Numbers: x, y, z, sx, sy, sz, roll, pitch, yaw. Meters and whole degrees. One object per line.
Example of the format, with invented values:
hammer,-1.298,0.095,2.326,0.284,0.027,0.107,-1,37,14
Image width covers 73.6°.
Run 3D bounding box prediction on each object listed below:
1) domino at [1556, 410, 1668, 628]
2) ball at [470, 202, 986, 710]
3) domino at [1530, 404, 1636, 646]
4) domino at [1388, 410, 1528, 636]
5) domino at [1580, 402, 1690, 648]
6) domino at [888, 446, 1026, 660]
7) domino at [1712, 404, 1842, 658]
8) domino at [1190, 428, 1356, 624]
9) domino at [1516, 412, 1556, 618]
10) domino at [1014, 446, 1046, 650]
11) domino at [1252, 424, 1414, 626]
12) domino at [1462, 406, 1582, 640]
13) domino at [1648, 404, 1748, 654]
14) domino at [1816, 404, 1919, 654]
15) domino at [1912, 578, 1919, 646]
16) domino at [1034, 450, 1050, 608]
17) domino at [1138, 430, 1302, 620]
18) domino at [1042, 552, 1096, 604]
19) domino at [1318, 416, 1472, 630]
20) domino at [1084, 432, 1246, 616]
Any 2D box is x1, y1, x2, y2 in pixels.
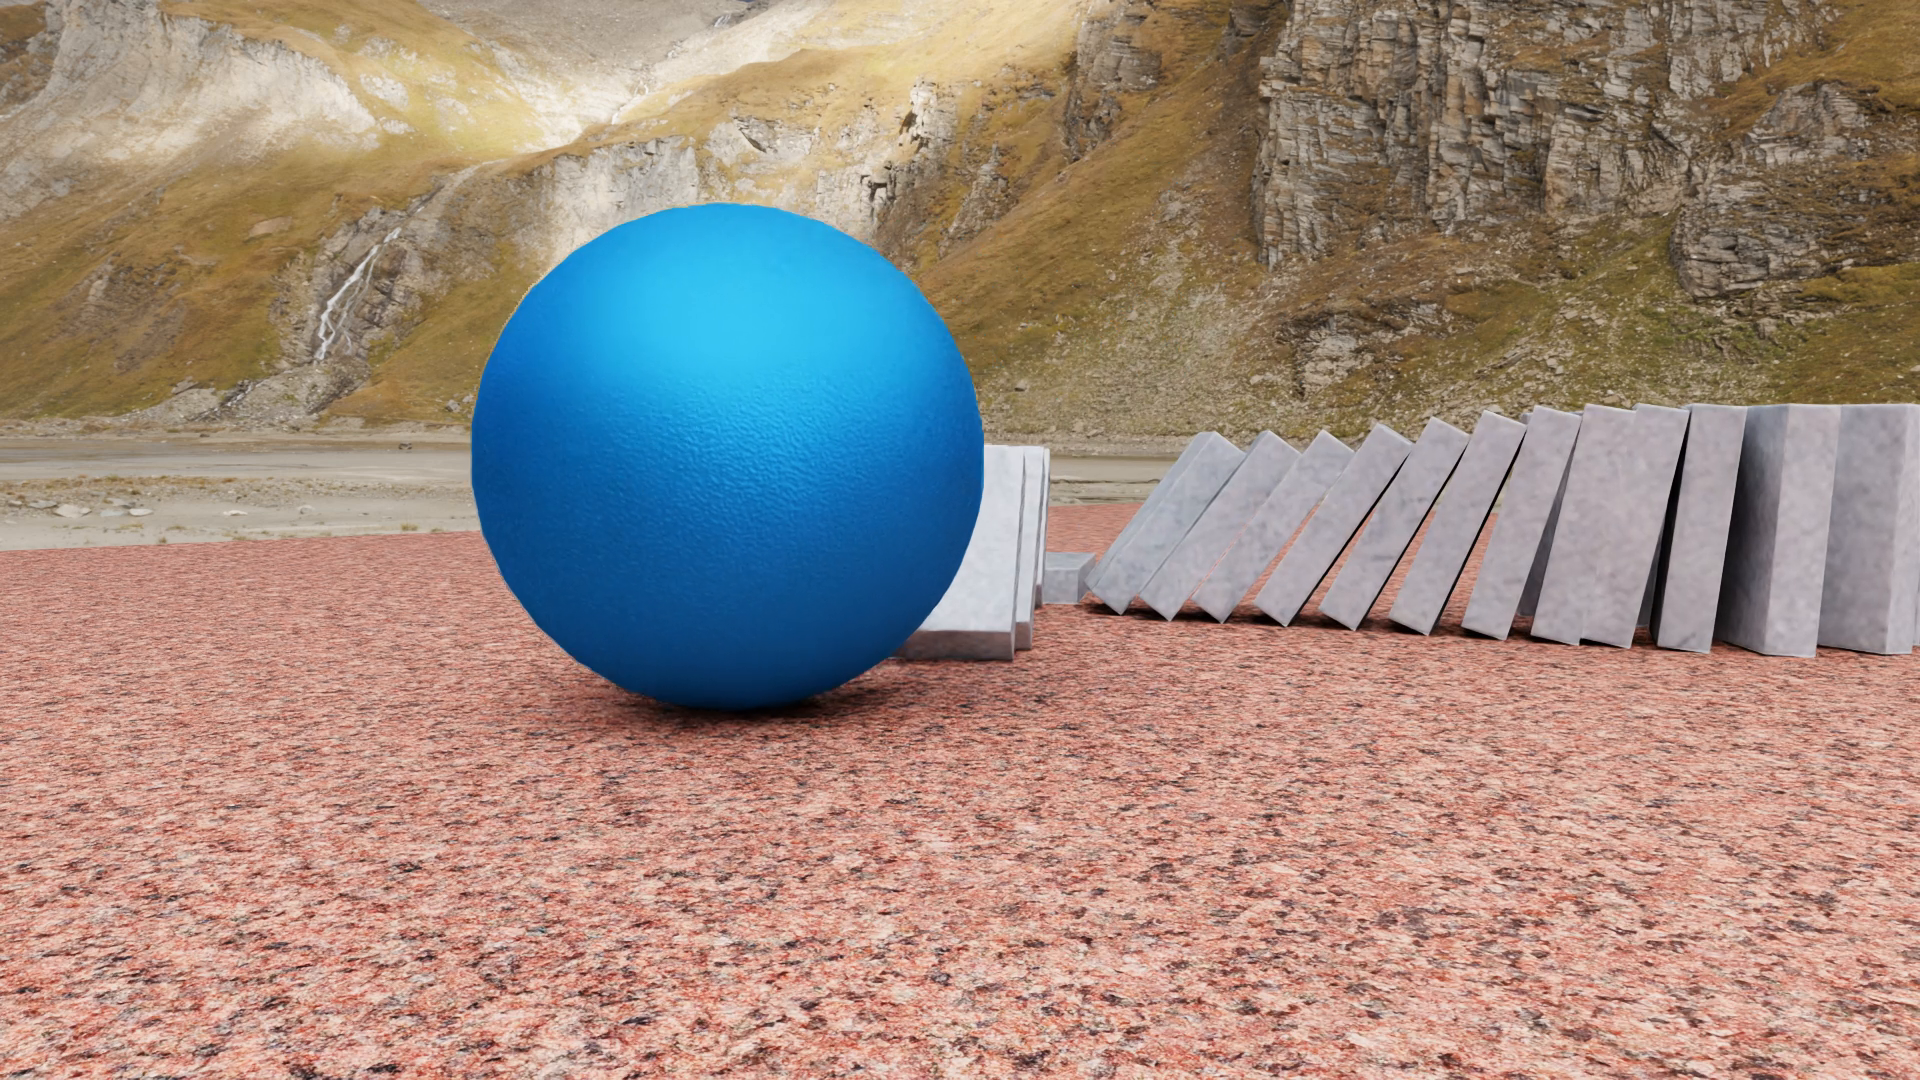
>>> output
domino,0.154,-0.005,0.301,0.025,0.050,0.009,0,4,-6
ball,-0.036,-0.013,0.206,0.080,0.080,0.080,0,4,0
domino,0.136,-0.004,0.280,0.009,0.050,0.025,14,10,24
domino,0.114,-0.004,0.292,0.010,0.050,0.025,26,14,22
domino,0.145,-0.004,0.276,0.010,0.050,0.025,13,10,24
domino,0.000,0.002,0.266,0.025,0.010,0.050,1,49,7
domino,0.169,-0.003,0.267,0.009,0.050,0.025,3,5,8
domino,0.076,-0.004,0.311,0.009,0.050,0.025,38,13,10
domino,0.152,-0.006,0.316,0.025,0.050,0.009,1,4,15
domino,0.004,0.001,0.279,0.025,0.009,0.050,1,49,8
domino,0.089,-0.004,0.304,0.009,0.050,0.025,36,16,15
domino,0.125,-0.004,0.286,0.010,0.050,0.025,19,12,23
domino,0.155,-0.003,0.271,0.009,0.050,0.025,8,7,24
domino,0.185,-0.003,0.268,0.010,0.050,0.025,1,4,-27
domino,0.195,-0.004,0.280,0.025,0.050,0.010,3,4,37
domino,0.011,-0.004,0.347,0.025,0.009,0.050,0,47,7
domino,0.063,-0.004,0.316,0.009,0.050,0.025,38,9,4
domino,0.024,0.010,0.367,0.025,0.009,0.050,1,4,11
domino,0.102,-0.004,0.299,0.009,0.050,0.025,31,15,18
domino,0.052,-0.005,0.329,0.010,0.050,0.025,37,4,-2
